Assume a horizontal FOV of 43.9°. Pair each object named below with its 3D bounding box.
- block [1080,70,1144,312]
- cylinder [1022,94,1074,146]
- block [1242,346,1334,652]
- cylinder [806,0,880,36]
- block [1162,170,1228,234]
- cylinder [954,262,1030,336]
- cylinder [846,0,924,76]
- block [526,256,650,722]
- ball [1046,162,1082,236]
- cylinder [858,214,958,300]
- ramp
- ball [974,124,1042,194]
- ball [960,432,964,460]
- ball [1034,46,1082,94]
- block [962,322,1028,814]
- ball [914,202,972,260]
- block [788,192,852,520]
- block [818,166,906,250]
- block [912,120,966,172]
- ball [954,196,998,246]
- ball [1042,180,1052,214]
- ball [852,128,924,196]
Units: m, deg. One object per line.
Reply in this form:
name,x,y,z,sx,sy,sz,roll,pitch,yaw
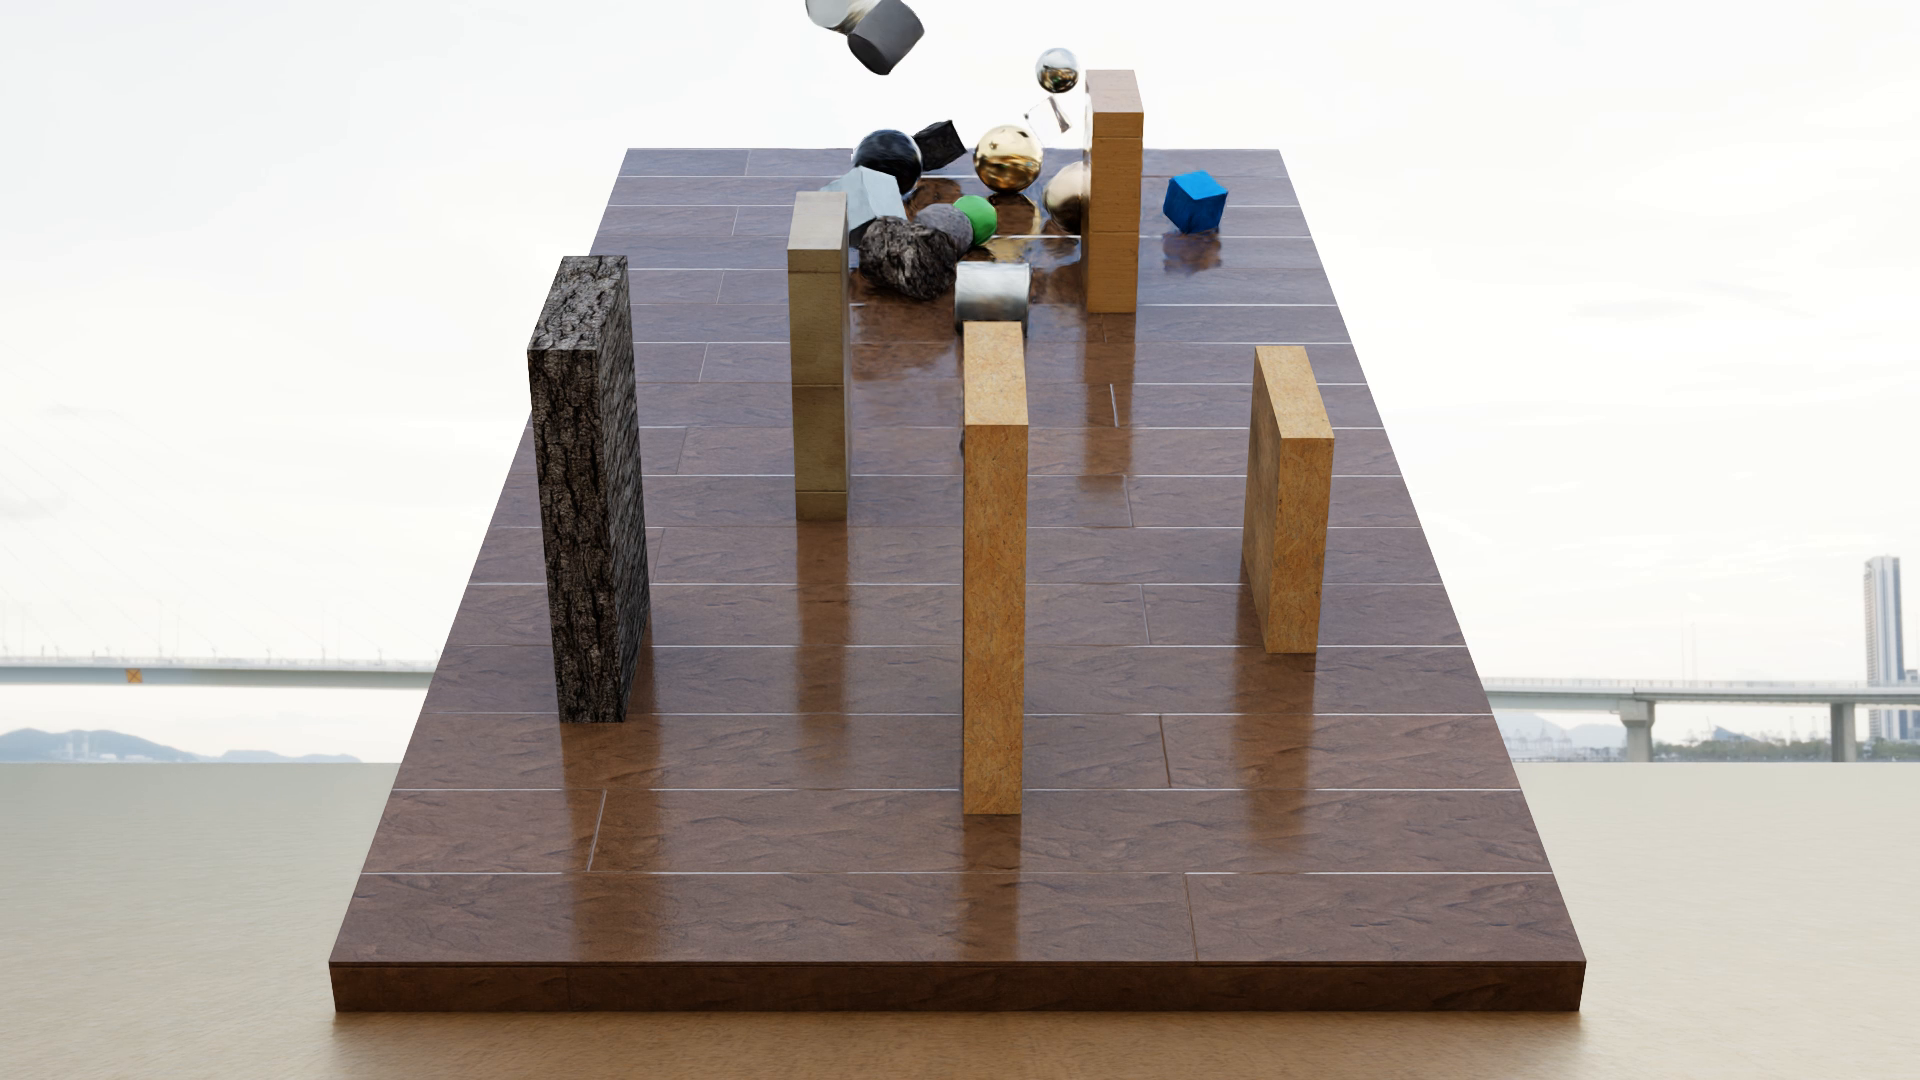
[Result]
block,0.392,-0.910,6.201,0.128,0.535,0.364,0,28,0
cylinder,0.252,-1.193,6.787,0.108,0.108,0.108,-34,5,4
block,0.645,-0.086,4.724,0.098,0.462,0.432,0,28,0
cylinder,-0.329,-1.509,6.733,0.155,0.155,0.155,-3,-1,30
block,0.658,-0.947,6.689,0.117,0.117,0.117,-17,48,-29
cylinder,0.083,-0.608,6.004,0.179,0.179,0.179,2,-5,3
cylinder,-0.206,-1.393,6.592,0.154,0.154,0.154,36,-17,13
block,-0.681,-0.097,4.430,0.119,0.749,0.442,0,28,0
ball,0.338,-0.931,6.509,0.202,0.202,0.202,0,-5,0
cylinder,-0.136,-0.741,6.251,0.185,0.185,0.185,22,9,35
ramp,-0.011,-0.223,5.579,2.000,0.100,4.000,0,28,0
ball,0.139,-1.106,6.924,0.202,0.202,0.202,0,-5,0
ball,0.067,-0.210,5.304,0.136,0.136,0.136,0,-5,0
ball,0.284,-1.360,6.911,0.137,0.137,0.137,0,-5,0
block,0.057,0.048,4.163,0.100,0.748,0.422,0,28,0
ball,-0.049,-0.824,6.427,0.168,0.168,0.168,0,-5,0
block,-0.298,-0.398,5.140,0.109,0.619,0.345,0,28,0
block,-0.261,-0.894,6.447,0.154,0.154,0.154,-25,-18,32
block,-0.069,-1.170,7.081,0.107,0.107,0.107,-36,21,-24
ball,0.033,-0.878,6.559,0.140,0.140,0.140,0,-5,0
ball,0.288,-0.971,6.764,0.115,0.115,0.115,0,-5,0
ball,-0.208,-1.086,6.883,0.203,0.203,0.203,0,-5,0
